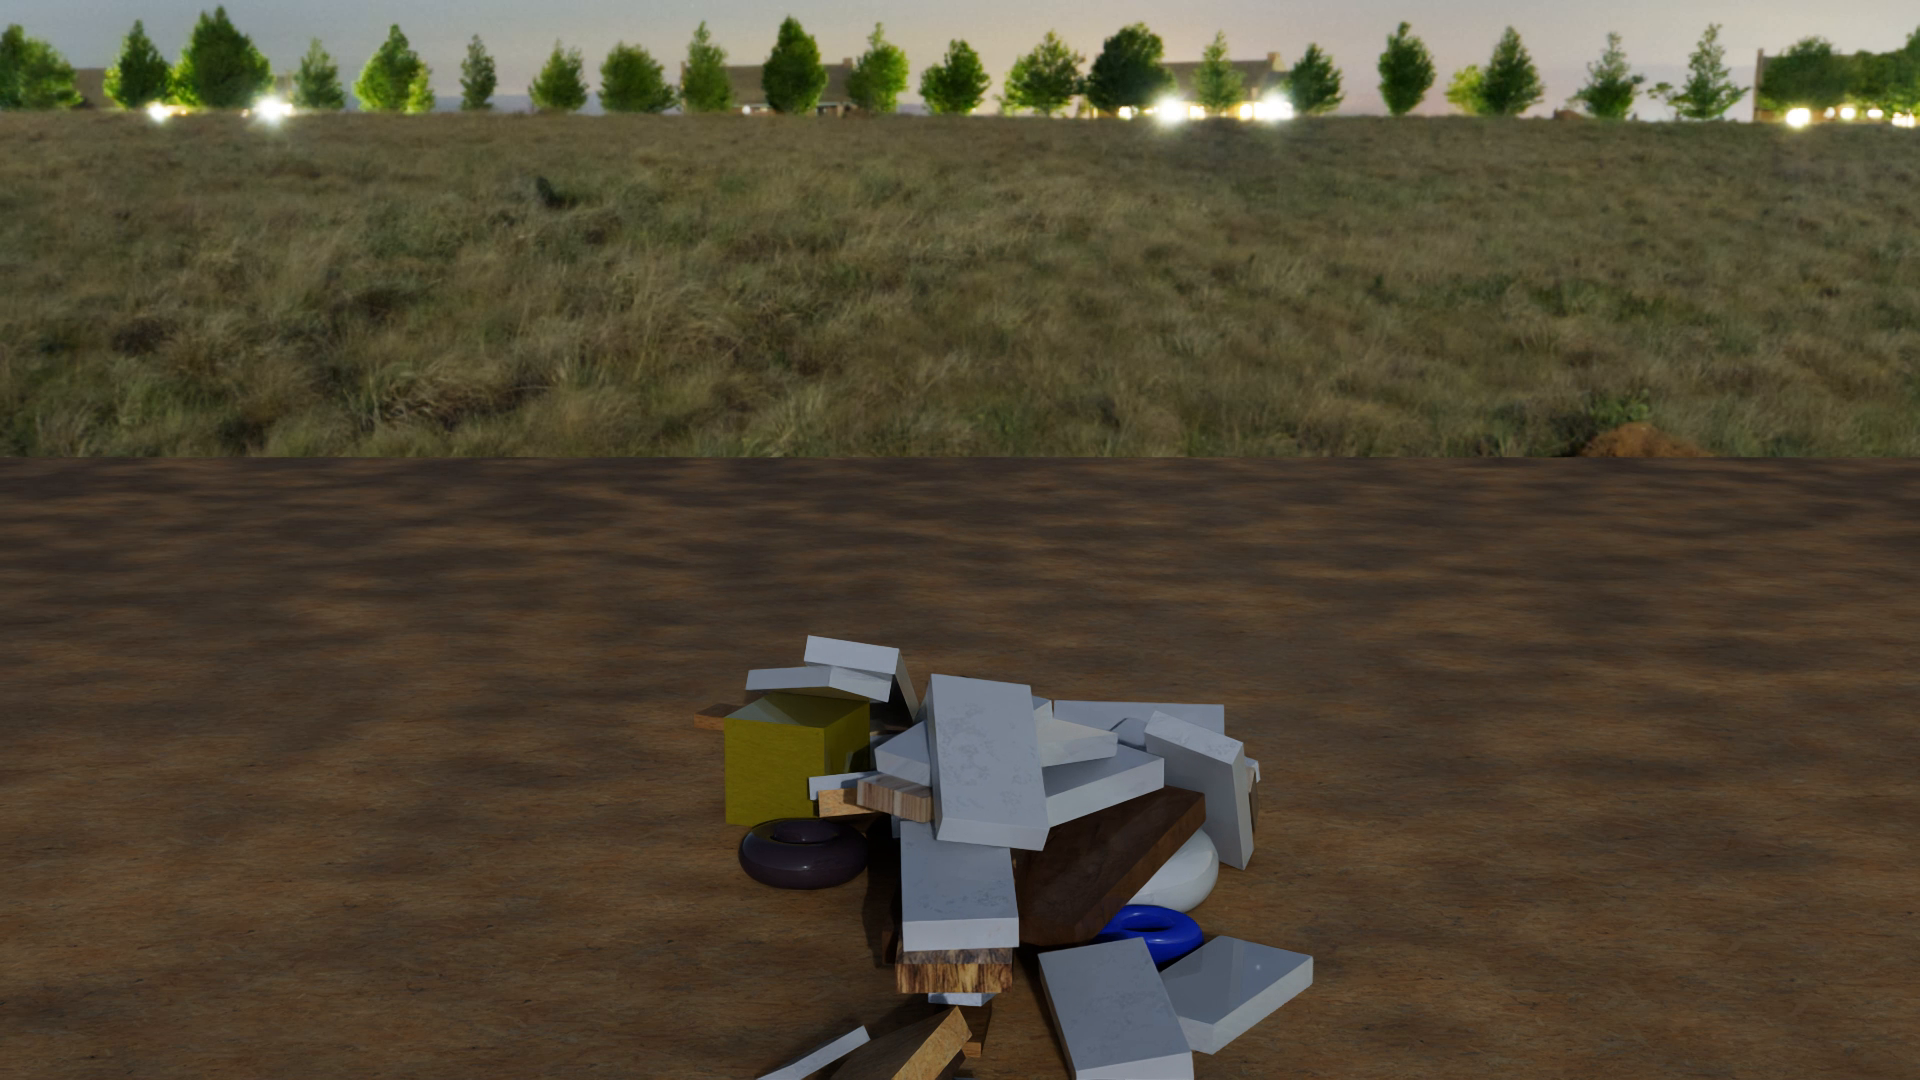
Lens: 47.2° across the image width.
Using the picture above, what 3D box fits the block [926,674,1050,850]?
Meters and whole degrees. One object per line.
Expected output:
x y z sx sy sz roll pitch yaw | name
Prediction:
0.037 0.324 3.247 0.155 0.044 0.311 8 36 -10 | block

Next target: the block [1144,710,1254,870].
0.402 0.422 3.668 0.154 0.379 0.044 19 61 22 | block

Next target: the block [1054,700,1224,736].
0.352 0.398 4.355 0.338 0.048 0.169 1 40 5 | block

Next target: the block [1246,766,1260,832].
0.443 0.445 3.871 0.154 0.044 0.309 10 -18 12 | block

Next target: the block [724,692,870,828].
-0.300 0.412 4.078 0.201 0.201 0.201 4 11 21 | block

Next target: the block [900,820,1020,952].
-0.004 0.480 3.094 0.155 0.044 0.311 -2 18 -2 | block

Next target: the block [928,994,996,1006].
0.010 0.650 3.193 0.077 0.022 0.155 1 -2 13 | block

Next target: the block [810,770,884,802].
-0.159 0.451 3.931 0.138 0.039 0.276 -7 -14 13 | block

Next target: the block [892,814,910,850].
-0.034 0.492 3.743 0.155 0.044 0.310 -3 -12 -1 | block

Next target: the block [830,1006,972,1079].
-0.138 0.710 2.712 0.155 0.044 0.487 -27 0 22 | block

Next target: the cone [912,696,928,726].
-0.068 0.445 4.121 0.269 0.269 0.269 -36 27 -25 | cone

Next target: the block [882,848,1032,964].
0.001 0.521 3.262 0.178 0.050 0.356 1 18 7 | block

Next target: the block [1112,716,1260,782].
0.397 0.433 4.179 0.309 0.044 0.154 17 39 41 | block

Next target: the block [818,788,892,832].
-0.134 0.468 3.827 0.155 0.044 0.311 -6 -13 9 | block

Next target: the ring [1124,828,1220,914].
0.244 0.533 3.648 0.370 0.123 0.370 1 10 0 | ring

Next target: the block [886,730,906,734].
-0.122 0.428 4.463 0.102 0.029 0.203 1 11 6 | block

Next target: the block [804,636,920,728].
-0.185 0.288 4.352 0.169 0.048 0.693 8 -13 4 | block

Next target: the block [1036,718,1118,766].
0.122 0.325 3.511 0.132 0.037 0.264 10 7 38 | block

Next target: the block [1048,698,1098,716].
0.240 0.399 4.568 0.169 0.048 0.338 2 11 11 | block

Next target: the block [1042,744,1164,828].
0.140 0.393 3.514 0.356 0.050 0.178 -12 17 -42 | block

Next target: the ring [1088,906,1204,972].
0.282 0.613 3.381 0.184 0.061 0.184 0 9 0 | ring

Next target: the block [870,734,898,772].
-0.192 0.433 4.308 0.276 0.039 0.138 -4 21 -6 | block

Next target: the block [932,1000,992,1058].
-0.001 0.685 3.096 0.077 0.022 0.155 1 11 6 | block

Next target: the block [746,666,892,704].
-0.270 0.276 4.159 0.138 0.039 0.276 19 -16 -36 | block

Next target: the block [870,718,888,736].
-0.254 0.407 4.484 0.203 0.029 0.102 -10 10 -8 | block

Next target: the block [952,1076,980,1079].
-0.015 0.717 2.823 0.061 0.017 0.121 1 4 12 | block

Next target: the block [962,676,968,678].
0.052 0.414 3.594 0.138 0.039 0.442 20 40 -17 | block

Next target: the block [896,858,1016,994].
-0.002 0.534 3.071 0.155 0.044 0.310 -1 18 3 | block

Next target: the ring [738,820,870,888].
-0.267 0.535 3.762 0.226 0.075 0.226 1 10 0 | ring

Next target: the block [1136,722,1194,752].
0.361 0.438 4.094 0.276 0.039 0.138 -23 30 -21 | block

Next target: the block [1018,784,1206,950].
0.209 0.500 3.450 0.178 0.050 0.431 9 26 31 | block

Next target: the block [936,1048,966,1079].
-0.035 0.694 2.851 0.061 0.017 0.122 -27 -2 13 | block

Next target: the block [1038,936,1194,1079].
0.210 0.654 3.032 0.155 0.044 0.311 -8 19 -5 | block

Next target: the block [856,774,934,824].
-0.019 0.374 3.355 0.132 0.037 0.264 10 12 39 | block

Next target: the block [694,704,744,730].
-0.454 0.385 4.694 0.203 0.029 0.102 5 12 25 | block

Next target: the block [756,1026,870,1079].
-0.197 0.696 2.941 0.077 0.022 0.155 -30 -9 35 | block

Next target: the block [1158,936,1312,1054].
0.373 0.656 3.193 0.155 0.044 0.311 7 13 34 | block

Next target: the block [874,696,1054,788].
0.008 0.300 3.383 0.132 0.037 0.264 11 27 41 | block
